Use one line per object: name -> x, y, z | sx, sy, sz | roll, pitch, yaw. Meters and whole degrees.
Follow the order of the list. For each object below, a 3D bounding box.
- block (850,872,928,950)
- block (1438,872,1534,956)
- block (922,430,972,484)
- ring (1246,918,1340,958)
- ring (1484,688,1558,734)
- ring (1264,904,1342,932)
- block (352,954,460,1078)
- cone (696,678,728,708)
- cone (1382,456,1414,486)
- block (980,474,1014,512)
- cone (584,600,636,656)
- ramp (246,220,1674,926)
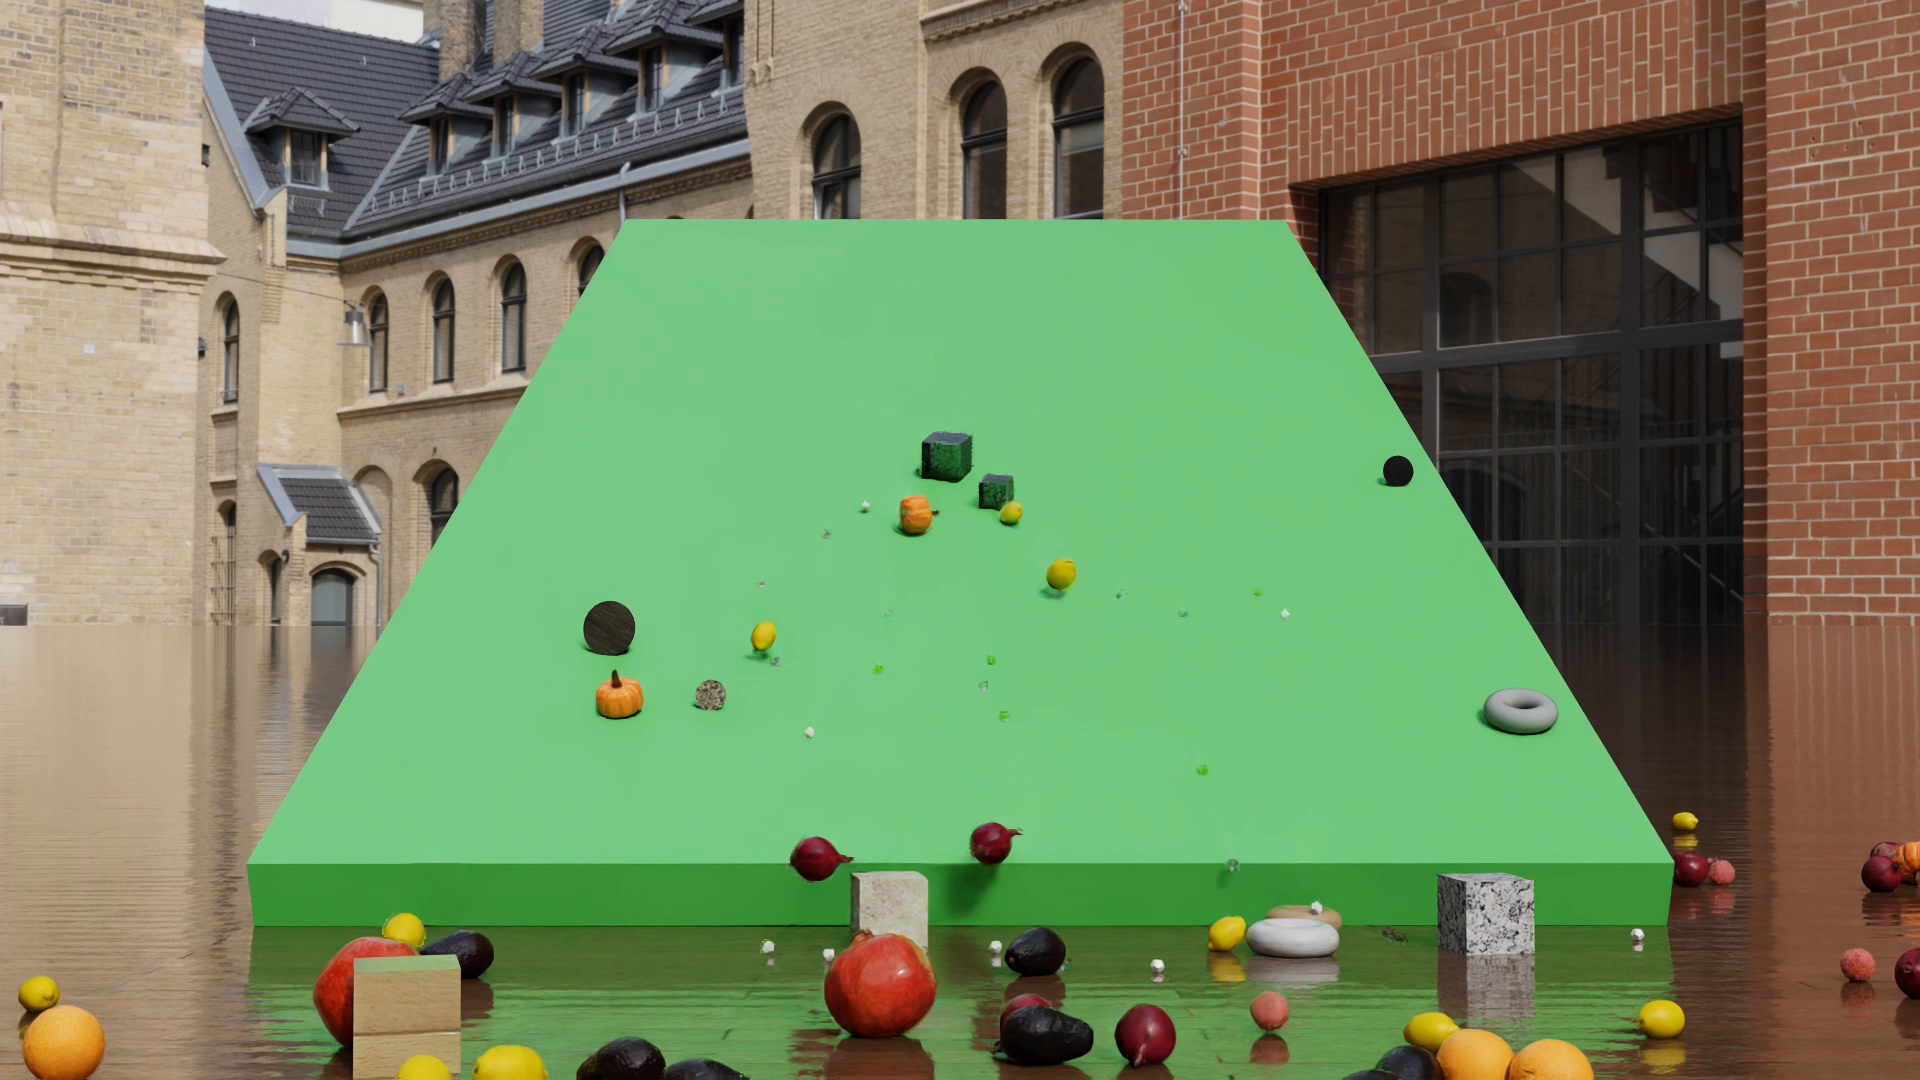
block -> -0.096, 0.495, 3.053 | 0.091, 0.091, 0.091 | 0, -2, -10
block -> 0.692, 0.491, 3.002 | 0.094, 0.094, 0.094 | 0, -2, -11
block -> -0.028, -0.172, 4.717 | 0.080, 0.080, 0.080 | 8, 22, 20
ring -> 0.432, 0.517, 2.958 | 0.121, 0.040, 0.121 | 1, -1, 0
ring -> 0.890, 0.271, 3.619 | 0.117, 0.039, 0.117 | -1, 22, 0
ring -> 0.474, 0.526, 3.147 | 0.107, 0.036, 0.107 | 1, -2, 0
block -> -0.539, 0.461, 2.216 | 0.099, 0.099, 0.099 | 1, -2, -15
cone -> -0.399, 0.252, 3.685 | 0.050, 0.050, 0.050 | 0, -12, 0
cone -> 0.894, -0.138, 4.702 | 0.065, 0.065, 0.065 | 0, -6, -7
block -> 0.072, -0.095, 4.549 | 0.055, 0.055, 0.055 | 6, 22, 16
cone -> -0.586, 0.154, 3.912 | 0.093, 0.093, 0.093 | 0, -6, 11
ramp -> -0.006, -0.214, 5.078 | 2.000, 0.100, 4.000 | 0, 21, 0
